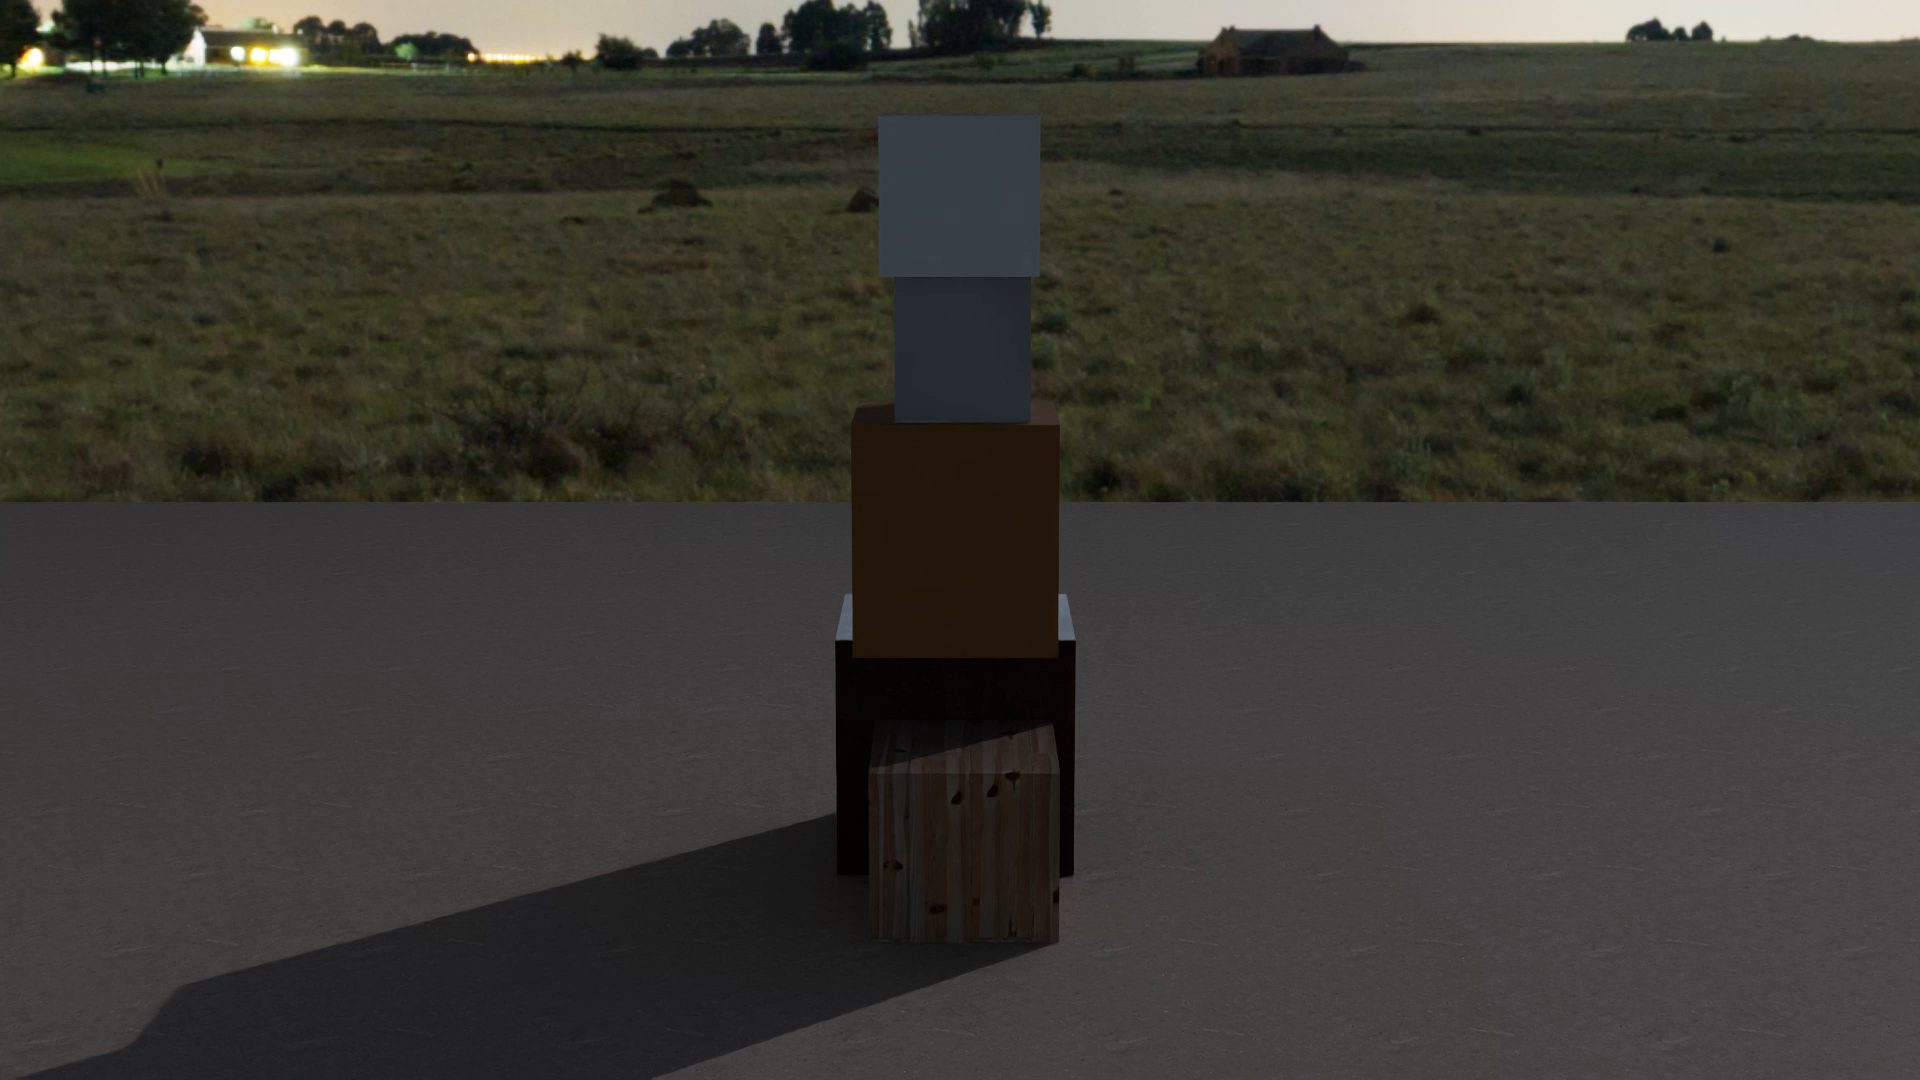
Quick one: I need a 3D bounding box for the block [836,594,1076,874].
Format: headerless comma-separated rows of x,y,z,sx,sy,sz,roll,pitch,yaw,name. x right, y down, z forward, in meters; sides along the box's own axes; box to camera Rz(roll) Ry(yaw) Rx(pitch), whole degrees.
-0.020,0.871,11.795,1.051,1.066,1.017,0,10,0,block

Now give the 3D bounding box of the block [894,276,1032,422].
0.011,-0.851,11.026,0.568,0.611,0.649,0,10,0,block

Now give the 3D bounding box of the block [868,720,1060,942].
0.017,1.217,10.880,0.776,0.714,0.888,0,10,0,block

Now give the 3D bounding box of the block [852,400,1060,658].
-0.019,-0.061,11.169,0.870,0.994,0.805,0,10,0,block

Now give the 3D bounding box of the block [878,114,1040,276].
-0.002,-1.475,10.912,0.665,0.658,0.682,0,10,0,block
